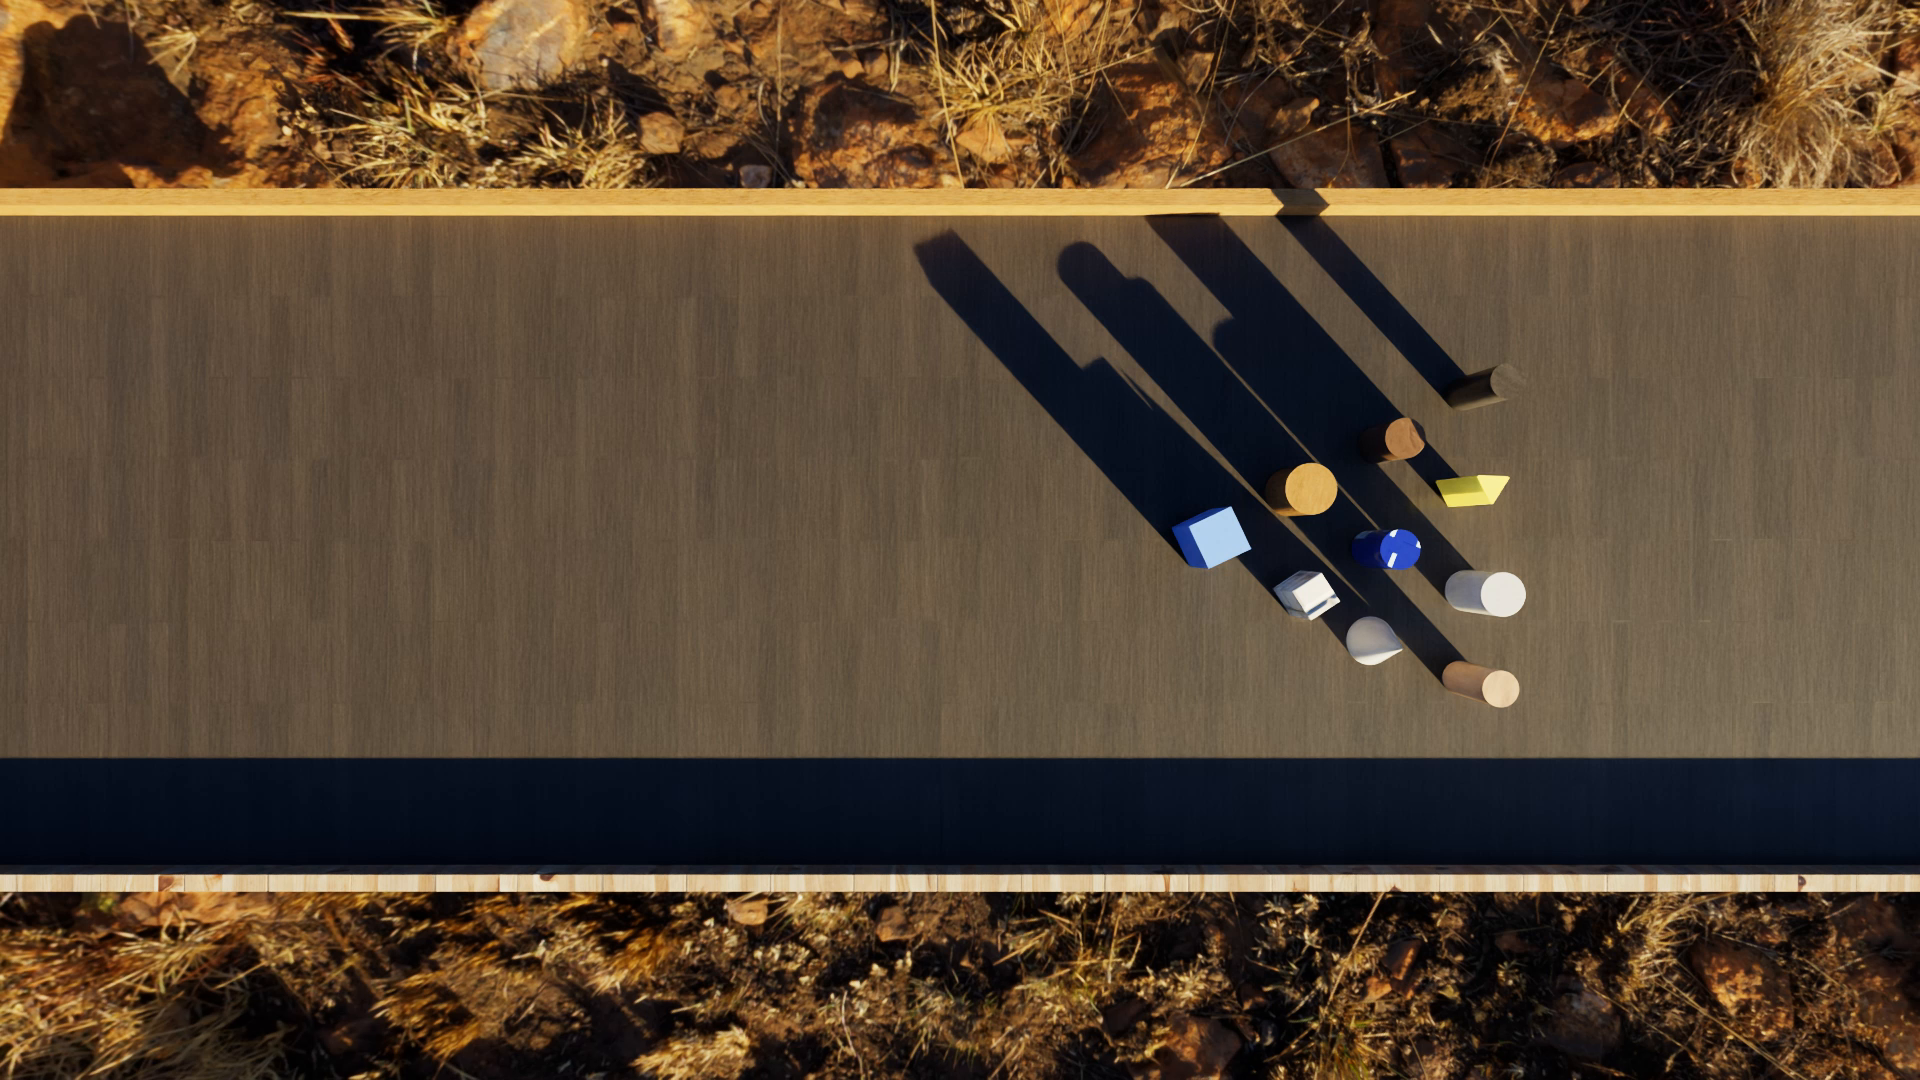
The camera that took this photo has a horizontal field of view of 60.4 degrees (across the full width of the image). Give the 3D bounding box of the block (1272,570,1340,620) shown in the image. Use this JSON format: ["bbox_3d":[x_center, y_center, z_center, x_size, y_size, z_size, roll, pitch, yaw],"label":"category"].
[{"bbox_3d":[1.031,0.163,4.926,0.101,0.300,0.101,-33,90,0],"label":"block"}]

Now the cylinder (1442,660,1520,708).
[{"bbox_3d":[1.536,0.423,4.881,0.105,0.391,0.105,0,90,0],"label":"cylinder"}]

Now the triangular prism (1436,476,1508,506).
[{"bbox_3d":[1.496,-0.161,4.871,0.078,0.411,0.090,33,90,0],"label":"triangular prism"}]

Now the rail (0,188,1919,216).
[{"bbox_3d":[-2.247,-1.025,5.002,12.000,0.150,0.050,0,90,0],"label":"rail"}]

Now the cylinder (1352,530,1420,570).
[{"bbox_3d":[1.261,0.027,4.900,0.115,0.353,0.115,0,90,0],"label":"cylinder"}]

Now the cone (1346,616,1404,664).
[{"bbox_3d":[1.264,0.310,4.884,0.150,0.384,0.150,0,90,0],"label":"cone"}]

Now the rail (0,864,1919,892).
[{"bbox_3d":[-2.247,1.025,5.001,12.000,0.150,0.050,0,90,0],"label":"rail"}]

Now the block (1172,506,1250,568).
[{"bbox_3d":[0.738,-0.007,4.880,0.133,0.392,0.133,-25,90,0],"label":"block"}]

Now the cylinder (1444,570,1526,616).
[{"bbox_3d":[1.556,0.156,4.900,0.128,0.352,0.128,0,90,0],"label":"cylinder"}]

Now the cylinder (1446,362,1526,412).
[{"bbox_3d":[1.544,-0.448,4.860,0.102,0.433,0.102,0,90,0],"label":"cylinder"}]

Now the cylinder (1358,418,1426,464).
[{"bbox_3d":[1.284,-0.294,4.914,0.117,0.324,0.117,0,90,0],"label":"cylinder"}]

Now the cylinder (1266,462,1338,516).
[{"bbox_3d":[1.014,-0.148,4.918,0.150,0.316,0.150,0,90,0],"label":"cylinder"}]
